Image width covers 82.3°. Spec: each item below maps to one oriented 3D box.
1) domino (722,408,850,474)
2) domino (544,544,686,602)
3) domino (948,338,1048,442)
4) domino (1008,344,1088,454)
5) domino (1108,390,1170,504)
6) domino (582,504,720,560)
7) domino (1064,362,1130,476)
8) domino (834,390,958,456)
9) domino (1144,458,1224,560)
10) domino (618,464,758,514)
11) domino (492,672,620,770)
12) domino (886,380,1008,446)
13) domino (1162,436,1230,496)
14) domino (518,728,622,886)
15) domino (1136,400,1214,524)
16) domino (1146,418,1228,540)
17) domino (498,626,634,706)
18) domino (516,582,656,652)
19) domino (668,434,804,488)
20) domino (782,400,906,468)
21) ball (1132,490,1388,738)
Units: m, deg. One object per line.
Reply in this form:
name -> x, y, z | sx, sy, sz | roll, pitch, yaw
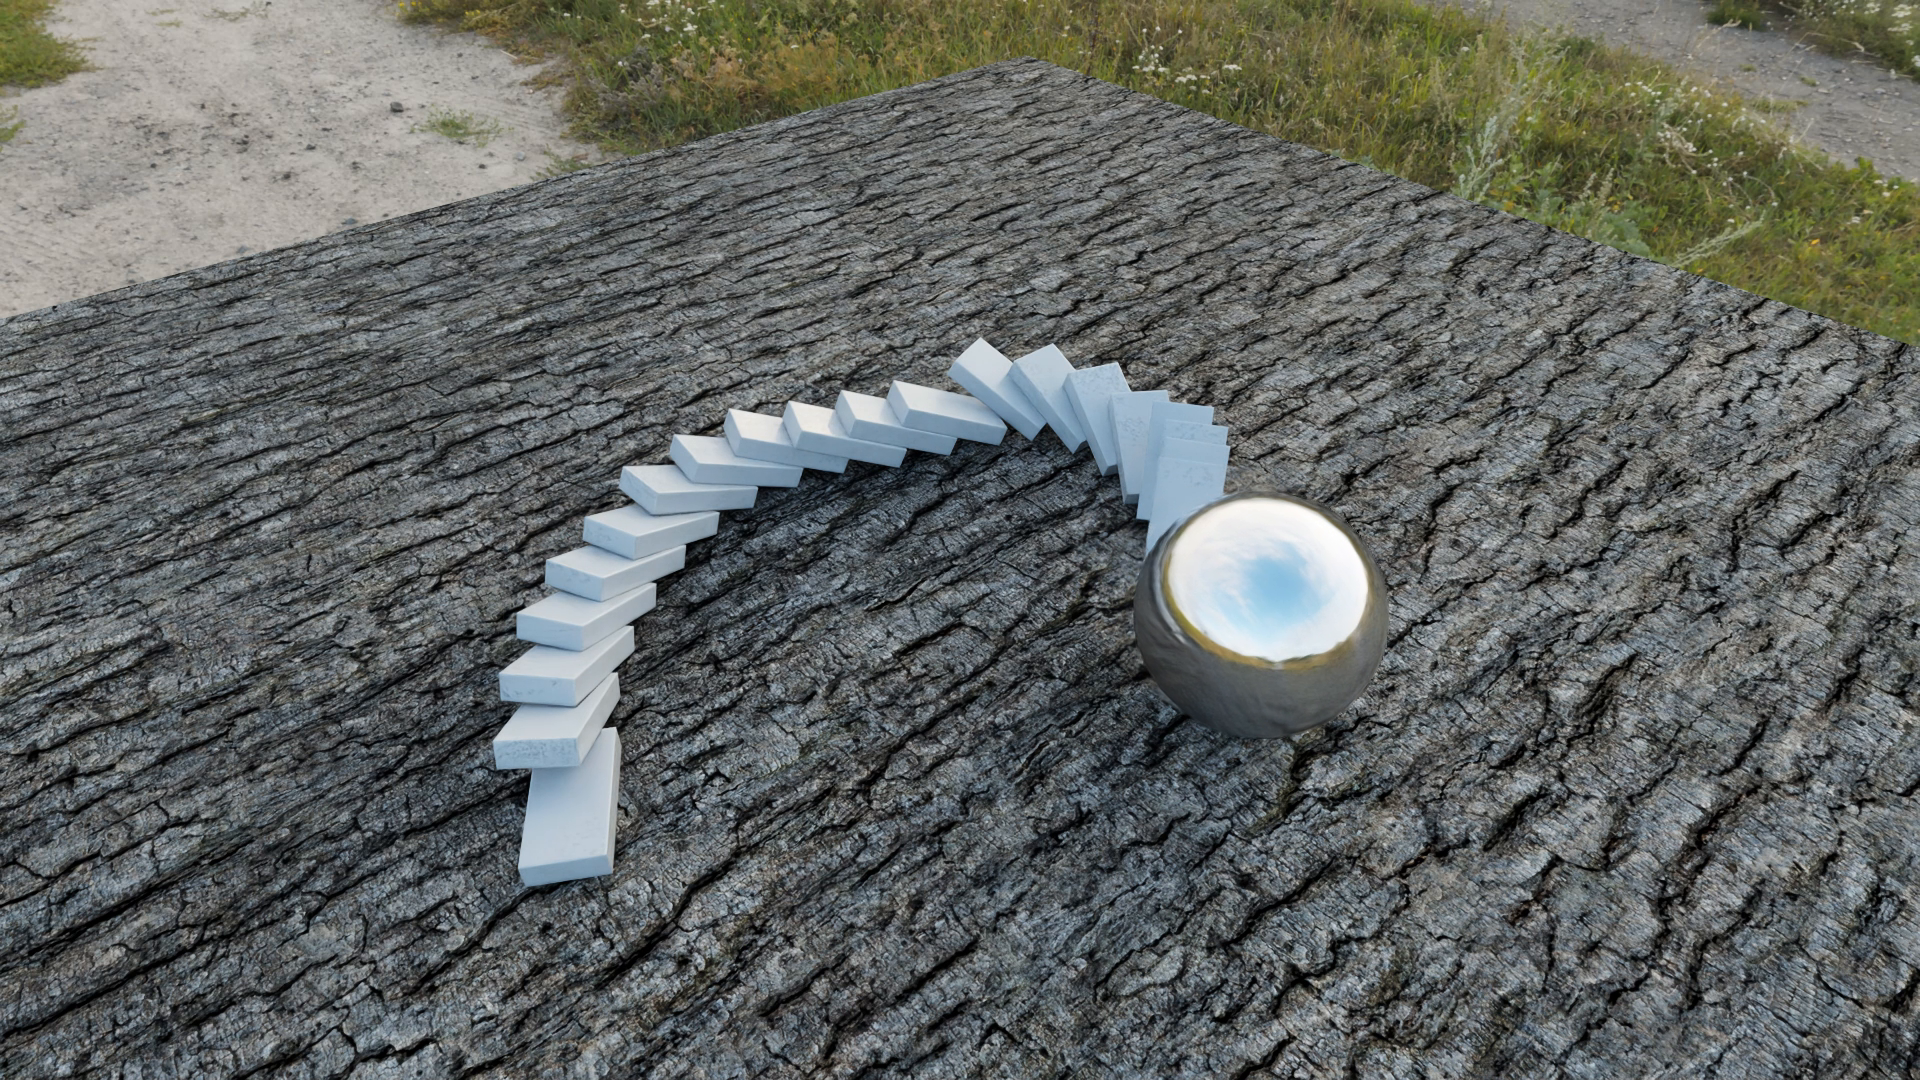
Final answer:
domino -> -0.076, -0.043, 0.480 | 0.050, 0.010, 0.025 | 7, 31, -31
domino -> -0.130, 0.009, 0.417 | 0.025, 0.009, 0.050 | 15, 18, 18
domino -> 0.021, -0.070, 0.512 | 0.050, 0.009, 0.025 | 39, 47, 2
domino -> 0.047, -0.066, 0.507 | 0.025, 0.010, 0.050 | -28, 73, -30
domino -> 0.081, -0.041, 0.476 | 0.025, 0.009, 0.050 | -3, 65, -4
domino -> -0.121, -0.006, 0.435 | 0.025, 0.010, 0.050 | 18, 19, 21
domino -> 0.067, -0.054, 0.494 | 0.025, 0.009, 0.050 | -13, 67, -16
domino -> -0.029, -0.052, 0.492 | 0.050, 0.010, 0.025 | 8, 33, -29
domino -> 0.086, -0.005, 0.424 | 0.025, 0.010, 0.050 | 8, 85, 10
domino -> -0.111, -0.022, 0.454 | 0.025, 0.010, 0.050 | 32, 24, 33
domino -> -0.130, 0.058, 0.358 | 0.025, 0.010, 0.050 | -2, 16, -2
domino -> -0.006, -0.057, 0.499 | 0.050, 0.010, 0.025 | 8, 33, -29
domino -> 0.090, -0.014, 0.434 | 0.025, 0.009, 0.050 | 10, 85, 10
domino -> -0.121, 0.082, 0.343 | 0.025, 0.010, 0.050 | -7, 40, -8
domino -> 0.089, -0.031, 0.456 | 0.025, 0.010, 0.050 | 8, 85, 9
domino -> 0.092, -0.022, 0.444 | 0.025, 0.010, 0.050 | 9, 85, 10
domino -> -0.133, 0.042, 0.377 | 0.025, 0.010, 0.050 | 4, 16, 5
domino -> -0.134, 0.025, 0.397 | 0.025, 0.009, 0.050 | 10, 17, 12
domino -> -0.095, -0.033, 0.468 | 0.050, 0.009, 0.025 | 0, 32, -41
domino -> -0.051, -0.047, 0.485 | 0.050, 0.010, 0.025 | 8, 33, -29
ball -> 0.097, 0.024, 0.359 | 0.080, 0.080, 0.080 | 0, 39, 0
